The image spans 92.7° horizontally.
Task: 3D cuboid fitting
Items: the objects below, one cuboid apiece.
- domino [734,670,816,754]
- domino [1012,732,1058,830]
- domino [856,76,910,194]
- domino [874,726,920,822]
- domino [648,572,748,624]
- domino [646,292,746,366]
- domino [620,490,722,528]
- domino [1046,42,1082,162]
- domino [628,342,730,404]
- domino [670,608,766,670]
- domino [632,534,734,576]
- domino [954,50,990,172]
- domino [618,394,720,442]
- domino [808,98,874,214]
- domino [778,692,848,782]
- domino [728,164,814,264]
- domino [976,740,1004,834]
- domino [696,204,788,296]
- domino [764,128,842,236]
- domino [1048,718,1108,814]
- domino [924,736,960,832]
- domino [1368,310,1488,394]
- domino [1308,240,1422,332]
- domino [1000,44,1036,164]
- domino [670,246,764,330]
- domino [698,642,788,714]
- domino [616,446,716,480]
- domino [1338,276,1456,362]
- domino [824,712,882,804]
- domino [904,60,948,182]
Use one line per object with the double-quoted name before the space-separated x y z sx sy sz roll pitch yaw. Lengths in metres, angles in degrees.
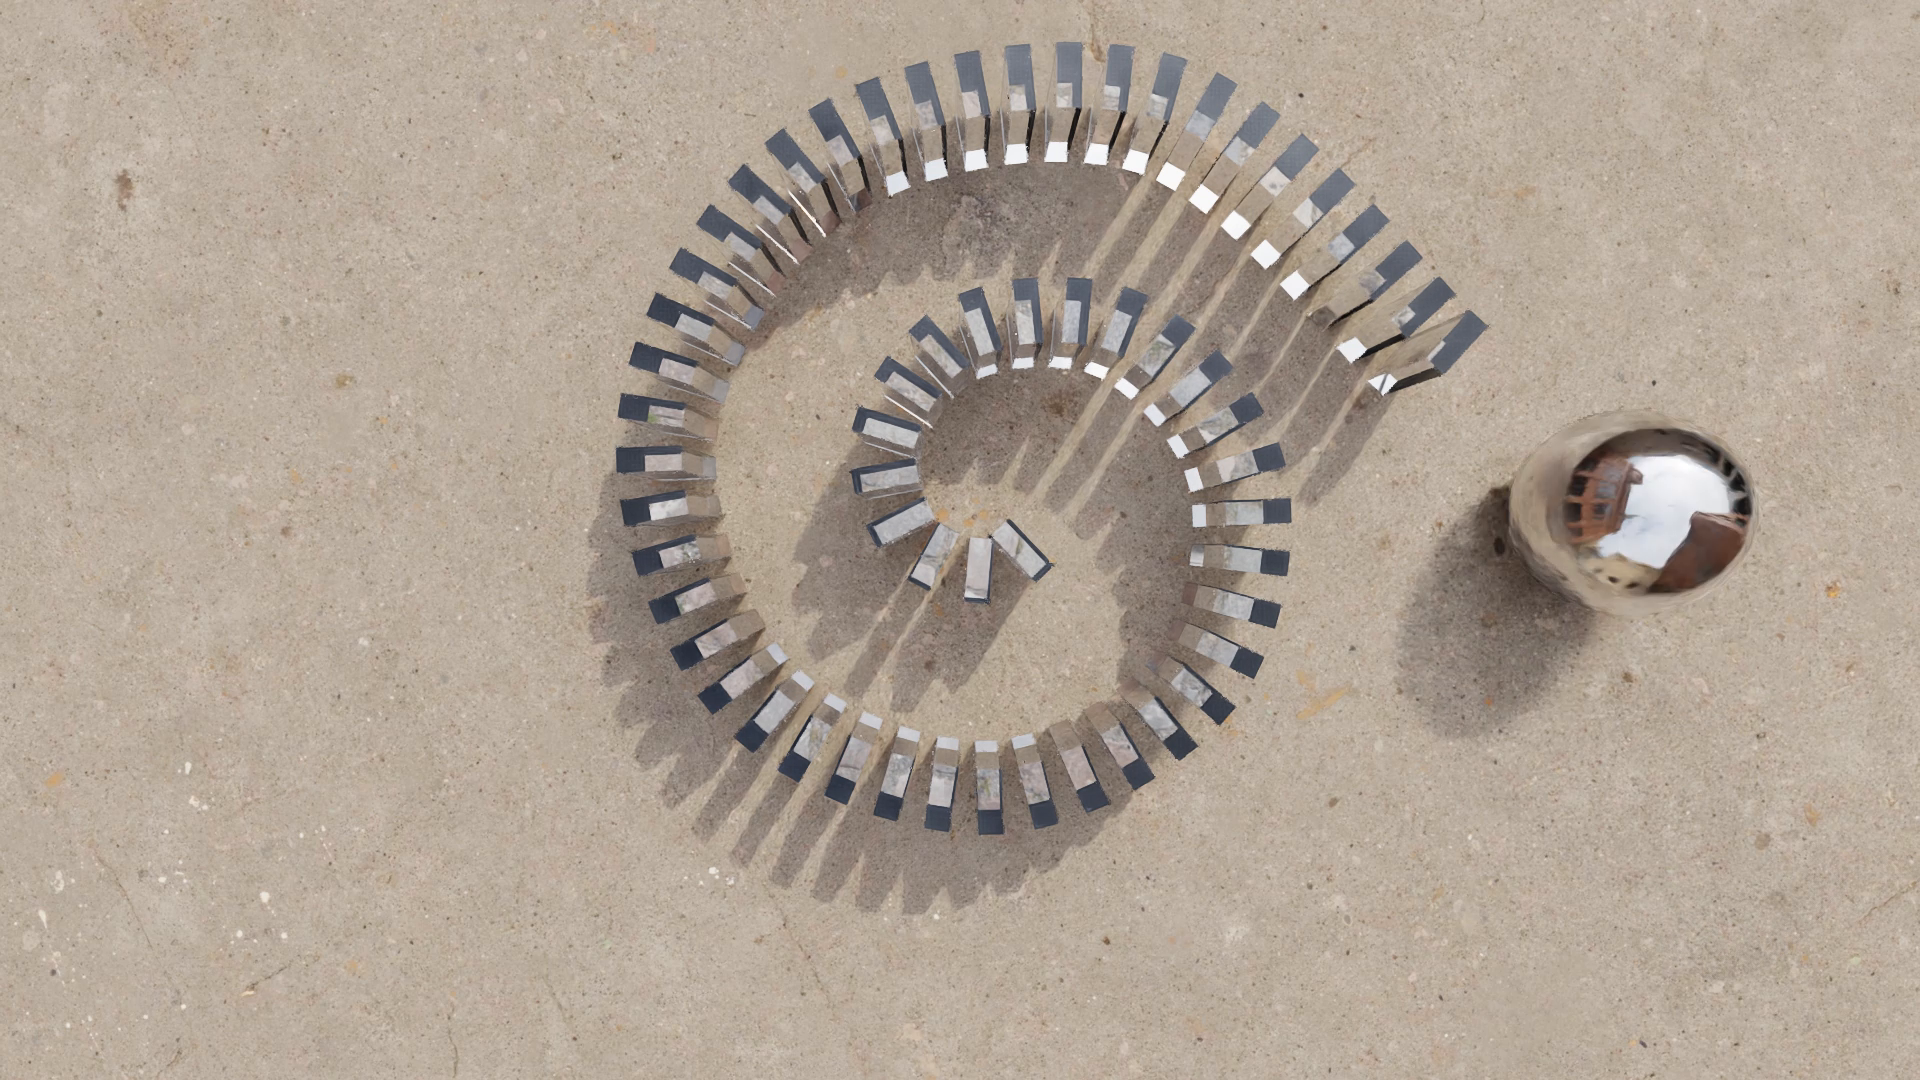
"domino" -0.075 0.069 0.375 0.009 0.050 0.025 40 90 0
"domino" 0.030 0.097 0.375 0.010 0.050 0.025 -14 90 0
"domino" -0.031 -0.164 0.375 0.009 0.050 0.025 -22 90 0
"domino" -0.025 0.094 0.375 0.010 0.050 0.025 17 90 0
"domino" -0.106 0.023 0.375 0.025 0.050 0.009 -23 90 0
"domino" -0.107 -0.085 0.375 0.025 0.050 0.009 24 90 0
"domino" -0.117 -0.012 0.375 0.025 0.050 0.009 -10 90 0
"domino" 0.042 -0.178 0.375 0.009 0.050 0.025 0 90 0
"domino" -0.113 -0.068 0.375 0.025 0.050 0.009 18 90 0
"domino" -0.098 0.040 0.375 0.025 0.050 0.010 -29 90 0
"domino" -0.112 0.006 0.375 0.025 0.050 0.010 -17 90 0
"domino" 0.005 -0.174 0.375 0.009 0.050 0.025 -11 90 0
"domino" -0.118 -0.050 0.375 0.025 0.050 0.009 9 90 0
"domino" -0.048 -0.156 0.375 0.010 0.050 0.025 -30 90 0
"domino" -0.059 0.080 0.375 0.009 0.050 0.025 30 90 0
"domino" -0.076 -0.132 0.375 0.025 0.050 0.009 42 90 0
"domino" 0.012 0.100 0.375 0.009 0.050 0.025 -1 90 0
"domino" -0.088 -0.117 0.375 0.025 0.050 0.009 35 90 0
"domino" -0.063 -0.145 0.375 0.010 0.050 0.025 -40 90 0
"domino" 0.048 0.091 0.375 0.009 0.050 0.025 -24 90 0
"domino" -0.007 0.099 0.375 0.009 0.050 0.025 9 90 0
"domino" 0.190 -0.076 0.375 0.009 0.050 0.025 42 90 0
"domino" 0.165 -0.103 0.375 0.025 0.050 0.010 -42 90 0
"domino" 0.023 -0.177 0.375 0.009 0.050 0.025 -6 90 0
"domino" -0.098 -0.102 0.375 0.025 0.050 0.009 30 90 0
"domino" -0.088 0.056 0.375 0.025 0.050 0.009 -38 90 0
"domino" -0.119 -0.031 0.375 0.025 0.050 0.009 -2 90 0
"domino" 0.177 -0.089 0.375 0.025 0.050 0.009 -42 90 0
"domino" -0.043 0.088 0.375 0.009 0.050 0.025 23 90 0
"domino" -0.013 -0.170 0.375 0.009 0.050 0.025 -16 90 0
